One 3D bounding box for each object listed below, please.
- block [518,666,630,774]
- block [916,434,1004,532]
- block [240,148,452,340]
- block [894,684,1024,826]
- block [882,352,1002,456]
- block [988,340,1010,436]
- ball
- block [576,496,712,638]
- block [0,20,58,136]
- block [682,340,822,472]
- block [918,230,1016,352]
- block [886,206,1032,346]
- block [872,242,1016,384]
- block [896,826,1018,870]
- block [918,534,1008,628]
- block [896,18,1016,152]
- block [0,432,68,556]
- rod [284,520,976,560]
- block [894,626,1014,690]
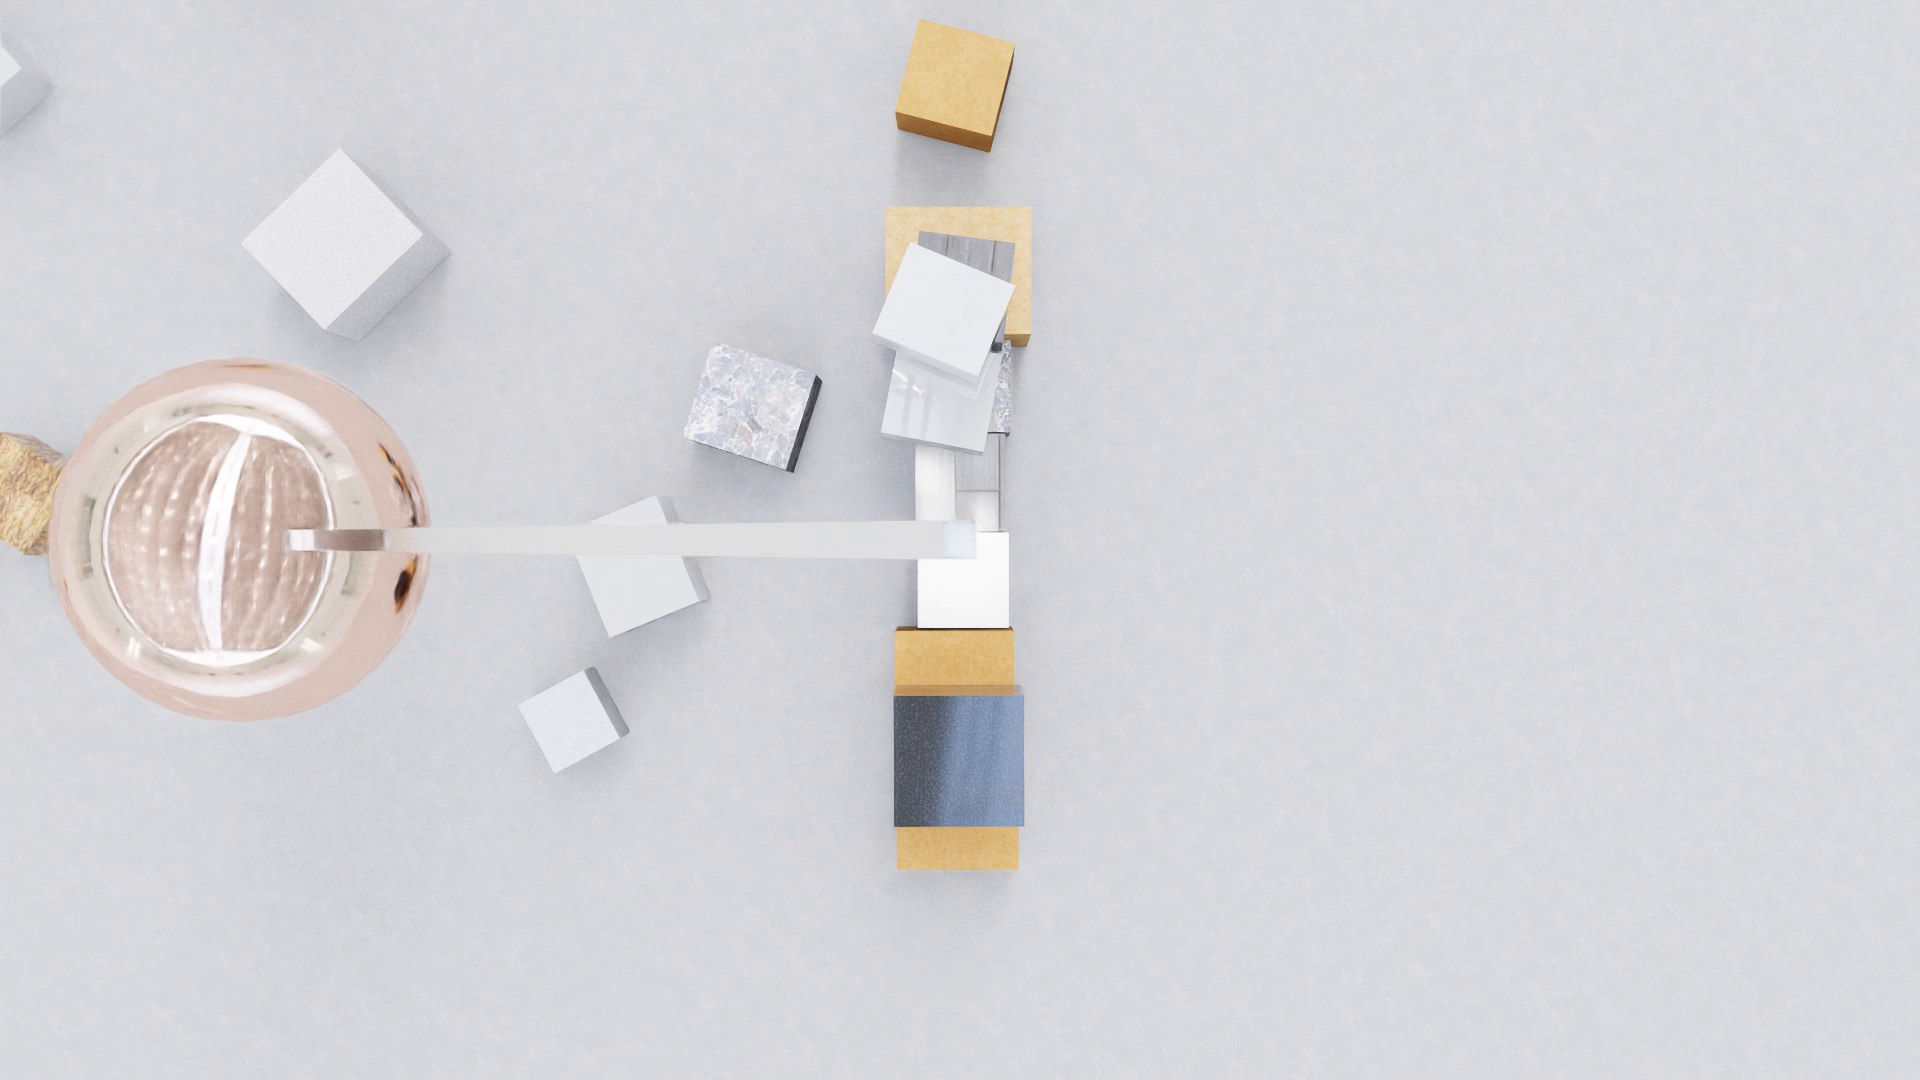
[{"bbox_3d":[-2.240,1.042,12.796,0.425,0.407,0.445,-28,90,0],"label":"block"},{"bbox_3d":[0.001,-0.325,12.715,0.505,0.570,0.552,0,90,0],"label":"block"},{"bbox_3d":[-3.512,-1.684,12.649,0.766,0.702,0.673,-44,90,0],"label":"block"},{"bbox_3d":[-0.005,1.169,12.008,0.695,0.599,0.701,0,92,0],"label":"block"},{"bbox_3d":[-0.100,-0.792,12.173,0.566,0.518,0.534,11,89,0],"label":"block"},{"bbox_3d":[0.008,-0.872,12.717,0.558,0.565,0.521,0,90,0],"label":"block"},{"bbox_3d":[-3.130,0.000,9.630,1.600,1.600,1.600,0,90,0],"label":"ball"},{"bbox_3d":[-1.842,0.148,12.687,0.545,0.626,0.646,-22,90,0],"label":"block"},{"bbox_3d":[-5.734,-2.711,12.748,0.563,0.504,0.568,-40,90,0],"label":"block"},{"bbox_3d":[-1.188,-0.759,12.698,0.610,0.603,0.568,18,90,0],"label":"block"},{"bbox_3d":[0.007,-1.341,11.921,0.516,0.539,0.534,7,90,0],"label":"block"},{"bbox_3d":[-0.009,-1.495,12.595,0.807,0.810,0.704,0,90,0],"label":"block"},{"bbox_3d":[-0.081,-1.165,11.375,0.575,0.552,0.496,23,90,0],"label":"block"},{"bbox_3d":[-0.012,1.509,12.659,0.683,0.682,0.675,0,90,0],"label":"block"},{"bbox_3d":[0.018,0.230,12.750,0.516,0.501,0.538,0,90,0],"label":"block"},{"bbox_3d":[-0.027,-2.622,12.727,0.564,0.546,0.544,14,90,0],"label":"block"},{"bbox_3d":[-5.412,-0.269,12.775,0.510,0.449,0.518,32,90,0],"label":"block"},{"bbox_3d":[-1.356,0.000,6.729,0.080,5.200,0.080,0,90,-31],"label":"rod"},{"bbox_3d":[-0.031,0.836,12.654,0.670,0.692,0.653,0,90,0],"label":"block"}]
